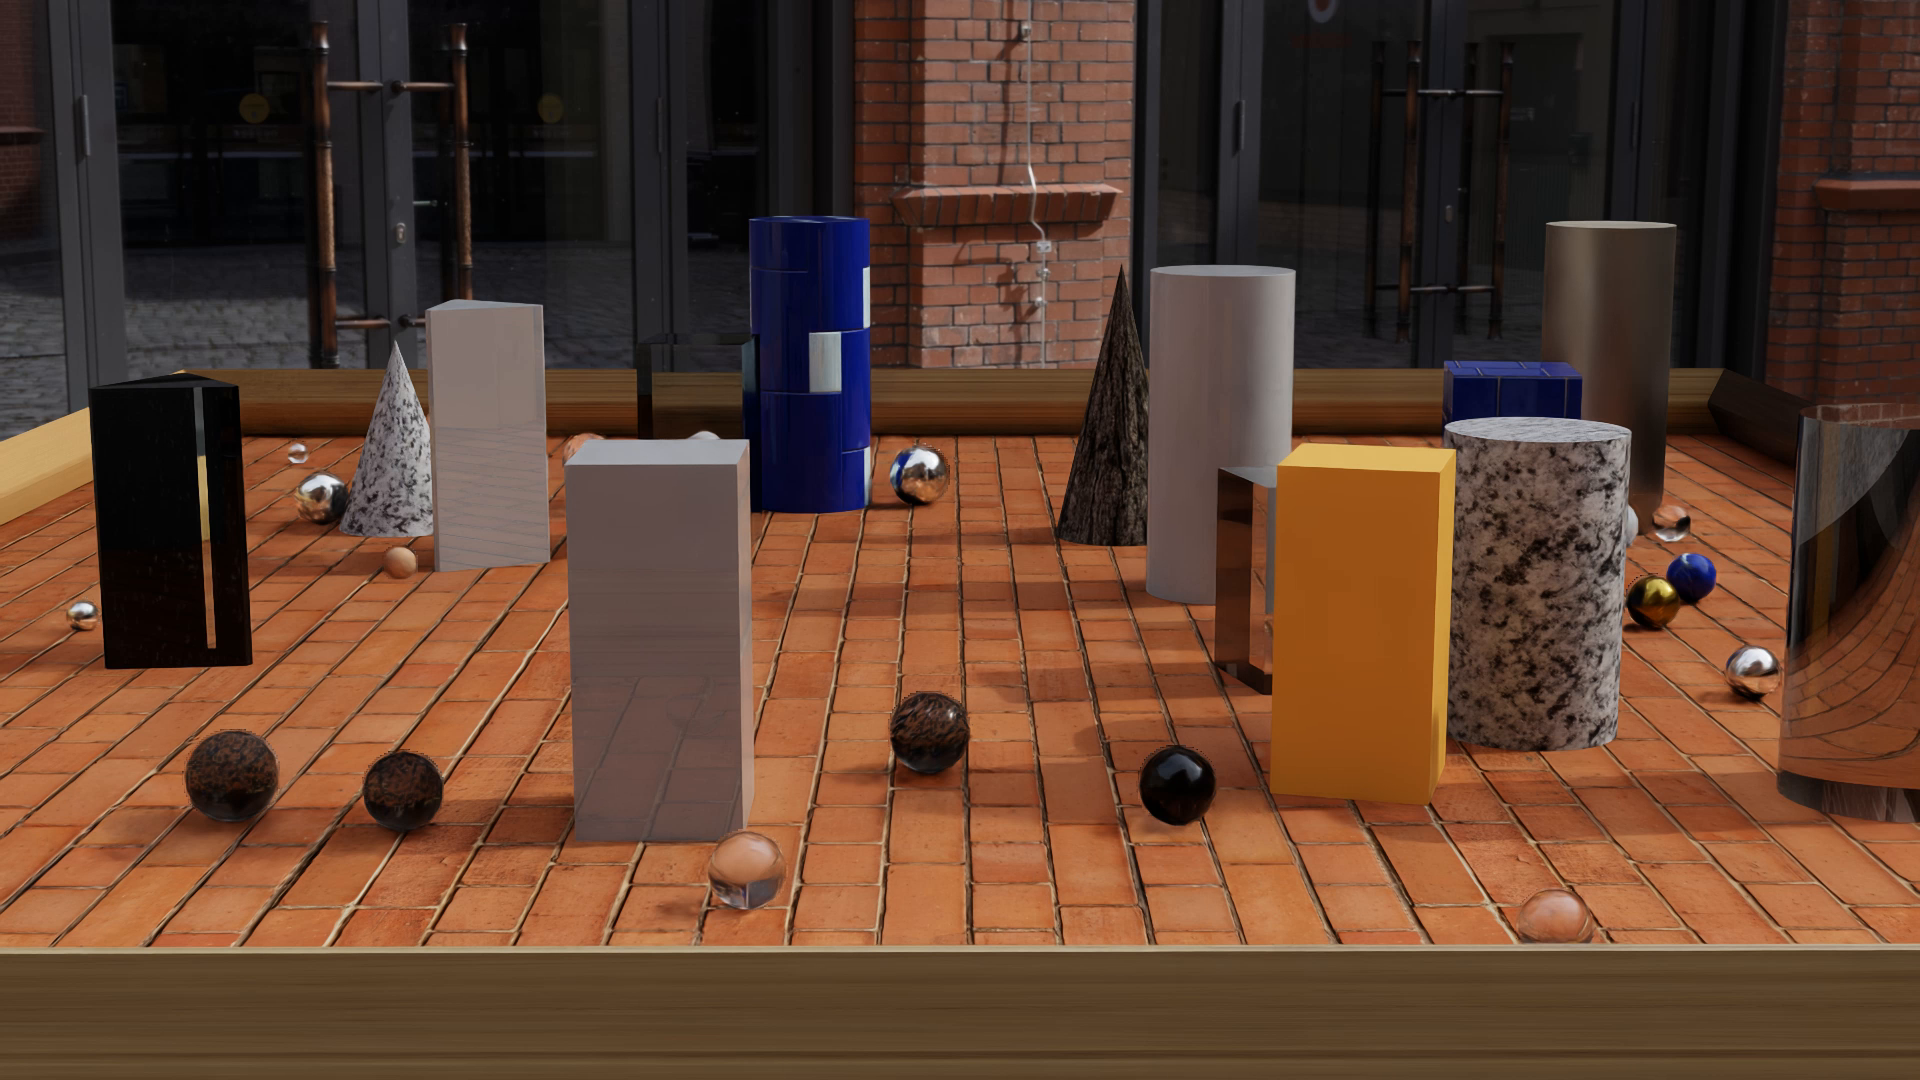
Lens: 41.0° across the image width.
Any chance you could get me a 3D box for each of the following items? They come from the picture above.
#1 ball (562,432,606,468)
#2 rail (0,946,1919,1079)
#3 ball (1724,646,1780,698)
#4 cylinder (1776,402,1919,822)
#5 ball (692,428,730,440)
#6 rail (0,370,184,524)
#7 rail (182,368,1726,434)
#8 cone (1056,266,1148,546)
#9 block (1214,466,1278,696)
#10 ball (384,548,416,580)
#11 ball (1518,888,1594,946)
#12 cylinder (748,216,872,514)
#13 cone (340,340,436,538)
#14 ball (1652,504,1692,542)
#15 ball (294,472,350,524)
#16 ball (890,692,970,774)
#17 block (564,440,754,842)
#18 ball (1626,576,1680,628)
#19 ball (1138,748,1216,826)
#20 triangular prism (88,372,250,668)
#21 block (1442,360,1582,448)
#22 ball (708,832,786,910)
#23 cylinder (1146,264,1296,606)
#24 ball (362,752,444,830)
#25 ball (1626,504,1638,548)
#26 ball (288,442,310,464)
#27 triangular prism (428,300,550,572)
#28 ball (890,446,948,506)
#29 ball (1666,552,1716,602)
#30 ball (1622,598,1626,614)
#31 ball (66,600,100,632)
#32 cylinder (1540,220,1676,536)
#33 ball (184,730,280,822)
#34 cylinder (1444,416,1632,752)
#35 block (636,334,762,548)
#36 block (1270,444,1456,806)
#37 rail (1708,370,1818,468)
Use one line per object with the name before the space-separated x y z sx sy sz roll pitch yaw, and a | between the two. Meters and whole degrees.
ball | -0.651 -0.141 4.494 0.094 0.094 0.094 0 10 0
rail | 0.010 0.339 1.794 3.077 0.129 0.045 0 10 0
ball | 0.924 0.154 2.989 0.062 0.062 0.062 0 10 0
cylinder | 0.931 0.068 2.563 0.199 0.386 0.199 0 10 0
ball | -0.456 -0.168 4.685 0.077 0.077 0.077 0 10 0
rail | -1.515 0.035 3.440 0.045 0.129 3.412 0 10 0
rail | -0.010 -0.273 5.103 3.077 0.129 0.045 0 10 0
cone | 0.250 -0.218 3.997 0.199 0.427 0.199 0 10 0
block | 0.411 0.043 3.080 0.159 0.246 0.159 -3 11 -15
ball | -0.803 0.034 3.679 0.047 0.047 0.047 0 10 0
ball | 0.488 0.317 2.104 0.062 0.062 0.062 0 10 0
cylinder | -0.249 -0.296 4.281 0.199 0.476 0.199 0 10 0
cone | -0.893 -0.170 4.083 0.199 0.301 0.199 0 10 0
ball | 1.103 -0.026 3.974 0.057 0.057 0.057 0 10 0
ball | -1.022 -0.067 4.113 0.085 0.085 0.085 0 10 0
ball | -0.032 0.201 2.673 0.084 0.084 0.084 0 10 0
block | -0.287 0.094 2.486 0.159 0.363 0.159 0 10 -1
ball | 0.909 0.081 3.365 0.068 0.068 0.068 0 10 0
ball | 0.211 0.239 2.491 0.075 0.075 0.075 0 10 0
triangular prism | -0.968 -0.027 3.190 0.173 0.345 0.150 -1 11 -7
block | 0.711 -0.053 3.340 0.159 0.342 0.159 1 11 6
ball | -0.186 0.289 2.243 0.068 0.068 0.068 0 10 0
cylinder | 0.361 -0.150 3.565 0.199 0.449 0.199 0 10 0
ball | -0.537 0.242 2.472 0.076 0.076 0.076 0 10 0
ball | 0.977 -0.022 3.866 0.088 0.088 0.088 0 10 0
ball | -1.224 -0.161 4.748 0.040 0.040 0.040 0 10 0
triangular prism | -0.720 -0.160 3.808 0.173 0.382 0.150 -5 12 -27
ball | -0.069 -0.108 4.302 0.100 0.100 0.100 0 10 0
ball | 1.007 0.051 3.532 0.067 0.067 0.067 0 10 0
ball | 0.861 0.084 3.409 0.046 0.046 0.046 0 10 0
ball | -1.142 0.099 3.342 0.041 0.041 0.041 0 10 0
cylinder | 1.023 -0.260 4.076 0.199 0.480 0.199 0 10 0
ball | -0.709 0.231 2.501 0.089 0.089 0.089 0 10 0
cylinder | 0.630 0.044 2.827 0.199 0.336 0.199 0 10 0
block | -0.397 -0.150 3.927 0.159 0.317 0.159 1 11 5
block | 0.413 0.082 2.625 0.159 0.336 0.159 3 11 16
rail | 1.515 0.032 3.457 0.045 0.129 3.412 0 10 0
